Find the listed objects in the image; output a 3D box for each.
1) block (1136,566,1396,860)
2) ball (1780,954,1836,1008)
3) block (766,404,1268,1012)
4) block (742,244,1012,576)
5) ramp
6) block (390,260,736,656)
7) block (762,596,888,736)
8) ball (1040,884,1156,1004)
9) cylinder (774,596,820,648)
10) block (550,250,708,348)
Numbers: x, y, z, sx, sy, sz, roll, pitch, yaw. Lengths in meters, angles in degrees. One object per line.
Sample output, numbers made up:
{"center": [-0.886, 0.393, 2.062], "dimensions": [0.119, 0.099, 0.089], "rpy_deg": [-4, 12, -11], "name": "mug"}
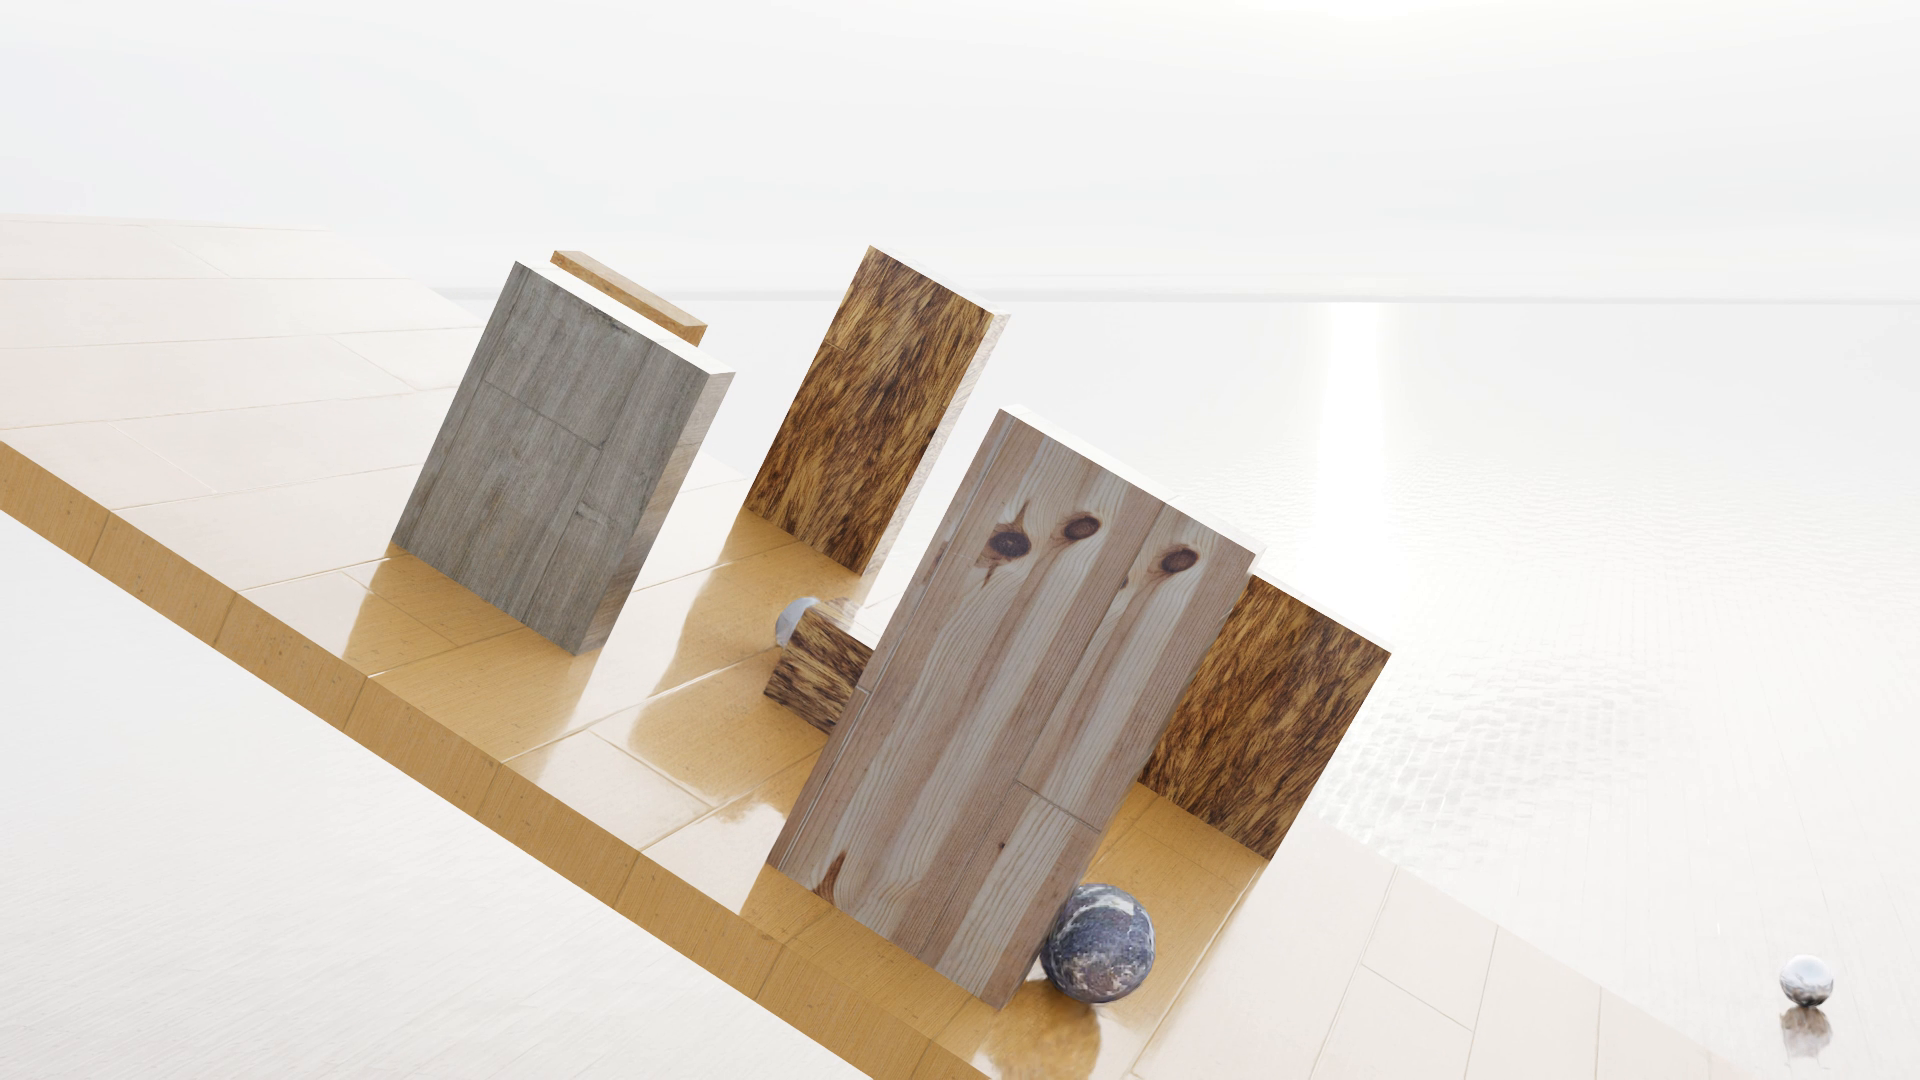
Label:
{"center": [0.589, 0.336, 4.498], "dimensions": [0.398, 0.500, 0.083], "rpy_deg": [30, 14, 12], "name": "block"}
{"center": [2.144, 1.116, 5.565], "dimensions": [0.131, 0.131, 0.131], "rpy_deg": [0, 7, 0], "name": "ball"}
{"center": [0.074, 0.249, 3.257], "dimensions": [0.423, 0.790, 0.103], "rpy_deg": [30, 14, 12], "name": "block"}
{"center": [-0.190, -0.292, 4.951], "dimensions": [0.326, 0.664, 0.134], "rpy_deg": [30, 14, 12], "name": "block"}
{"center": [-0.219, 0.364, 4.146], "dimensions": [4.000, 0.100, 2.000], "rpy_deg": [30, 14, 12], "name": "ramp"}
{"center": [-0.681, -0.142, 3.755], "dimensions": [0.396, 0.545, 0.112], "rpy_deg": [30, 14, 12], "name": "block"}
{"center": [-0.211, 0.237, 4.028], "dimensions": [0.182, 0.182, 0.182], "rpy_deg": [31, 14, 14], "name": "block"}
{"center": [0.213, 0.627, 3.421], "dimensions": [0.185, 0.185, 0.185], "rpy_deg": [0, 7, 0], "name": "ball"}
{"center": [-0.278, 0.186, 4.225], "dimensions": [0.114, 0.114, 0.114], "rpy_deg": [-6, 33, -40], "name": "cylinder"}
{"center": [-0.749, -0.304, 4.397], "dimensions": [0.314, 0.452, 0.111], "rpy_deg": [30, 14, 12], "name": "block"}
